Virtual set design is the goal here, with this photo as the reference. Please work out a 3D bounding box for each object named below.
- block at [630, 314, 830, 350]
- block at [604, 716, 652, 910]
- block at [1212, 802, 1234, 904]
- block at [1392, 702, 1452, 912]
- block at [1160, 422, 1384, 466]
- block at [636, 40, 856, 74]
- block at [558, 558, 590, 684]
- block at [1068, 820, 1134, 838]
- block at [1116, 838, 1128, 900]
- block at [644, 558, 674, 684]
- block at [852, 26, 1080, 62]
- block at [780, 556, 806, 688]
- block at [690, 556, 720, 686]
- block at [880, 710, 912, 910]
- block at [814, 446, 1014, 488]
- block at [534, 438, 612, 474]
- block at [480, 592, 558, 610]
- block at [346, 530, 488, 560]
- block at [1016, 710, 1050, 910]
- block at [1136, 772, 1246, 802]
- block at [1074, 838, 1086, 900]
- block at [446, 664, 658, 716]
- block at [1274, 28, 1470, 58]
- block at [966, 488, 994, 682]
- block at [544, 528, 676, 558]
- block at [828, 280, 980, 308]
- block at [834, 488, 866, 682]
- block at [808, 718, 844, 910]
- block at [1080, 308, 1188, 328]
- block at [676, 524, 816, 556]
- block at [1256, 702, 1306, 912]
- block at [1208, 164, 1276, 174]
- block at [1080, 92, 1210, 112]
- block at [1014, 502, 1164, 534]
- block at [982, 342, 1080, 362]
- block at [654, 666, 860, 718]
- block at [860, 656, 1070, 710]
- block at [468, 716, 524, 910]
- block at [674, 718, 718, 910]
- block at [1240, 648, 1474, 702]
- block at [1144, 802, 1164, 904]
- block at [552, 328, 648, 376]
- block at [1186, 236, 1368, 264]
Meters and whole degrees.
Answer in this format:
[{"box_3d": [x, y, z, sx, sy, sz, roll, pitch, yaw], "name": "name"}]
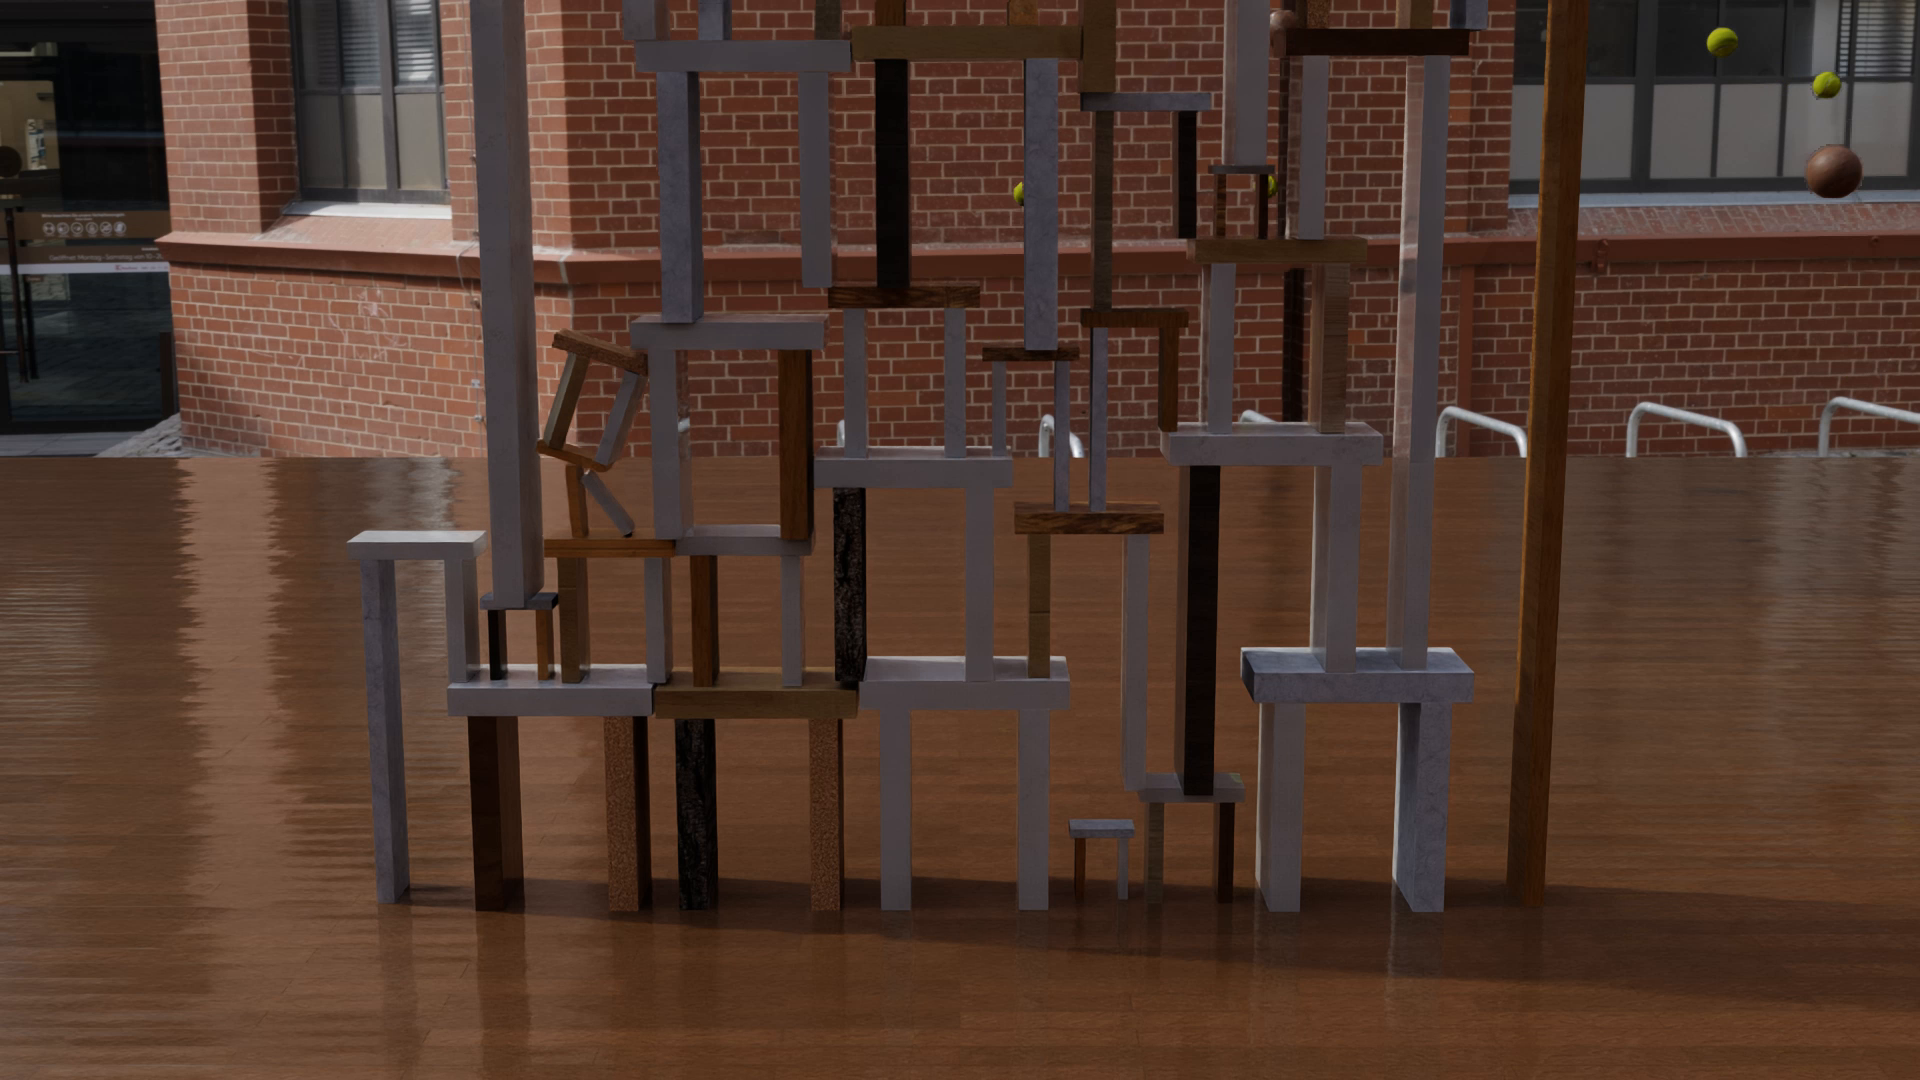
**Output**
[{"box_3d": [-0.362, -0.331, 3.493, 0.301, 0.043, 0.150, 0, 11, 0], "name": "block"}, {"box_3d": [-0.549, 0.429, 3.638, 0.046, 0.328, 0.164, 0, 11, 0], "name": "block"}, {"box_3d": [0.437, 0.506, 3.650, 0.024, 0.173, 0.086, 0, 11, 0], "name": "block"}, {"box_3d": [0.763, 0.417, 3.638, 0.050, 0.351, 0.175, 0, 11, 0], "name": "block"}, {"box_3d": [0.496, -0.155, 3.527, 0.334, 0.047, 0.167, 0, 11, 0], "name": "block"}, {"box_3d": [-0.329, -0.749, 3.416, 0.327, 0.046, 0.163, 0, 11, 0], "name": "block"}, {"box_3d": [-0.629, 0.120, 3.584, 0.029, 0.207, 0.103, 0, 11, 0], "name": "block"}, {"box_3d": [0.235, 0.478, 3.647, 0.106, 0.015, 0.053, 0, 11, 0], "name": "block"}, {"box_3d": [0.270, 0.538, 3.658, 0.015, 0.106, 0.053, 0, 11, 0], "name": "block"}, {"box_3d": [-0.491, 0.120, 3.584, 0.029, 0.207, 0.104, 0, 11, 0], "name": "block"}, {"box_3d": [0.010, -0.770, 3.415, 0.347, 0.049, 0.173, 0, 11, 1], "name": "block"}, {"box_3d": [-0.271, 0.121, 3.582, 0.031, 0.216, 0.108, 0, 11, 0], "name": "block"}, {"box_3d": [-0.415, 0.121, 3.582, 0.031, 0.216, 0.108, 0, 11, 0], "name": "block"}, {"box_3d": [-0.105, 0.423, 3.643, 0.048, 0.338, 0.169, 0, 11, 0], "name": "block"}, {"box_3d": [-0.073, -0.118, 3.536, 0.313, 0.044, 0.157, 0, 11, 0], "name": "block"}, {"box_3d": [-0.620, -0.137, 3.537, 0.116, 0.016, 0.058, 18, 11, -1], "name": "block"}, {"box_3d": [-0.716, 0.099, 3.577, 0.117, 0.017, 0.058, 0, 11, 1], "name": "block"}, {"box_3d": [-0.878, 0.008, 3.565, 0.203, 0.029, 0.101, 0, 11, 0], "name": "block"}, {"box_3d": [0.120, 0.423, 3.643, 0.048, 0.338, 0.169, 0, 11, 0], "name": "block"}, {"box_3d": [0.379, 0.409, 3.632, 0.173, 0.024, 0.086, 0, 11, 0], "name": "block"}, {"box_3d": [0.199, 0.538, 3.658, 0.015, 0.106, 0.053, 0, 11, 0], "name": "block"}, {"box_3d": [-0.658, 0.245, 3.604, 0.328, 0.046, 0.164, 0, 11, 0], "name": "block"}, {"box_3d": [0.635, -0.770, 3.412, 0.278, 0.039, 0.139, 0, 11, 0], "name": "block"}, {"box_3d": [0.031, 0.058, 3.568, 0.044, 0.313, 0.157, 0, 11, 0], "name": "block"}, {"box_3d": [-0.560, 0.004, 3.562, 0.207, 0.029, 0.104, 0, 11, 0], "name": "block"}, {"box_3d": [-0.087, -0.389, 3.485, 0.237, 0.034, 0.118, 0, 11, 0], "name": "block"}, {"box_3d": [-0.178, 0.058, 3.568, 0.044, 0.313, 0.157, 0, 11, 0], "name": "block"}, {"box_3d": [-0.220, 0.431, 3.641, 0.046, 0.323, 0.162, 0, 11, 0], "name": "block"}, {"box_3d": [0.276, -0.353, 3.491, 0.166, 0.023, 0.083, 0, 11, 0], "name": "block"}, {"box_3d": [-0.345, 0.000, 3.560, 0.216, 0.031, 0.108, 0, 11, 0], "name": "block"}, {"box_3d": [0.529, 0.417, 3.638, 0.050, 0.351, 0.175, 0, 11, 0], "name": "block"}, {"box_3d": [0.441, -0.582, 3.450, 0.099, 0.014, 0.049, 0, 11, 0], "name": "block"}, {"box_3d": [0.288, -0.684, 3.434, 0.195, 0.028, 0.098, 0, 11, 0], "name": "block"}, {"box_3d": [0.206, -0.036, 3.549, 0.236, 0.033, 0.118, 0, 11, 0], "name": "block"}, {"box_3d": [0.112, -0.300, 3.499, 0.152, 0.022, 0.076, 0, 11, 0], "name": "block"}, {"box_3d": [-0.328, 0.250, 3.607, 0.323, 0.046, 0.162, 0, 11, 0], "name": "block"}, {"box_3d": [0.008, 0.234, 3.608, 0.338, 0.048, 0.169, 0, 11, 0], "name": "block"}, {"box_3d": [-0.767, 0.429, 3.638, 0.046, 0.328, 0.164, 0, 11, 0], "name": "block"}, {"box_3d": [-0.435, 0.431, 3.640, 0.046, 0.323, 0.162, 0, 11, 0], "name": "block"}, {"box_3d": [0.646, 0.220, 3.601, 0.351, 0.050, 0.175, 0, 11, 0], "name": "block"}, {"box_3d": [0.322, 0.506, 3.650, 0.024, 0.173, 0.086, 0, 11, 0], "name": "block"}, {"box_3d": [-0.565, -0.299, 3.496, 0.156, 0.022, 0.078, 17, 11, -3], "name": "block"}, {"box_3d": [0.498, -0.460, 3.476, 0.266, 0.038, 0.133, 0, 11, 0], "name": "block"}]
